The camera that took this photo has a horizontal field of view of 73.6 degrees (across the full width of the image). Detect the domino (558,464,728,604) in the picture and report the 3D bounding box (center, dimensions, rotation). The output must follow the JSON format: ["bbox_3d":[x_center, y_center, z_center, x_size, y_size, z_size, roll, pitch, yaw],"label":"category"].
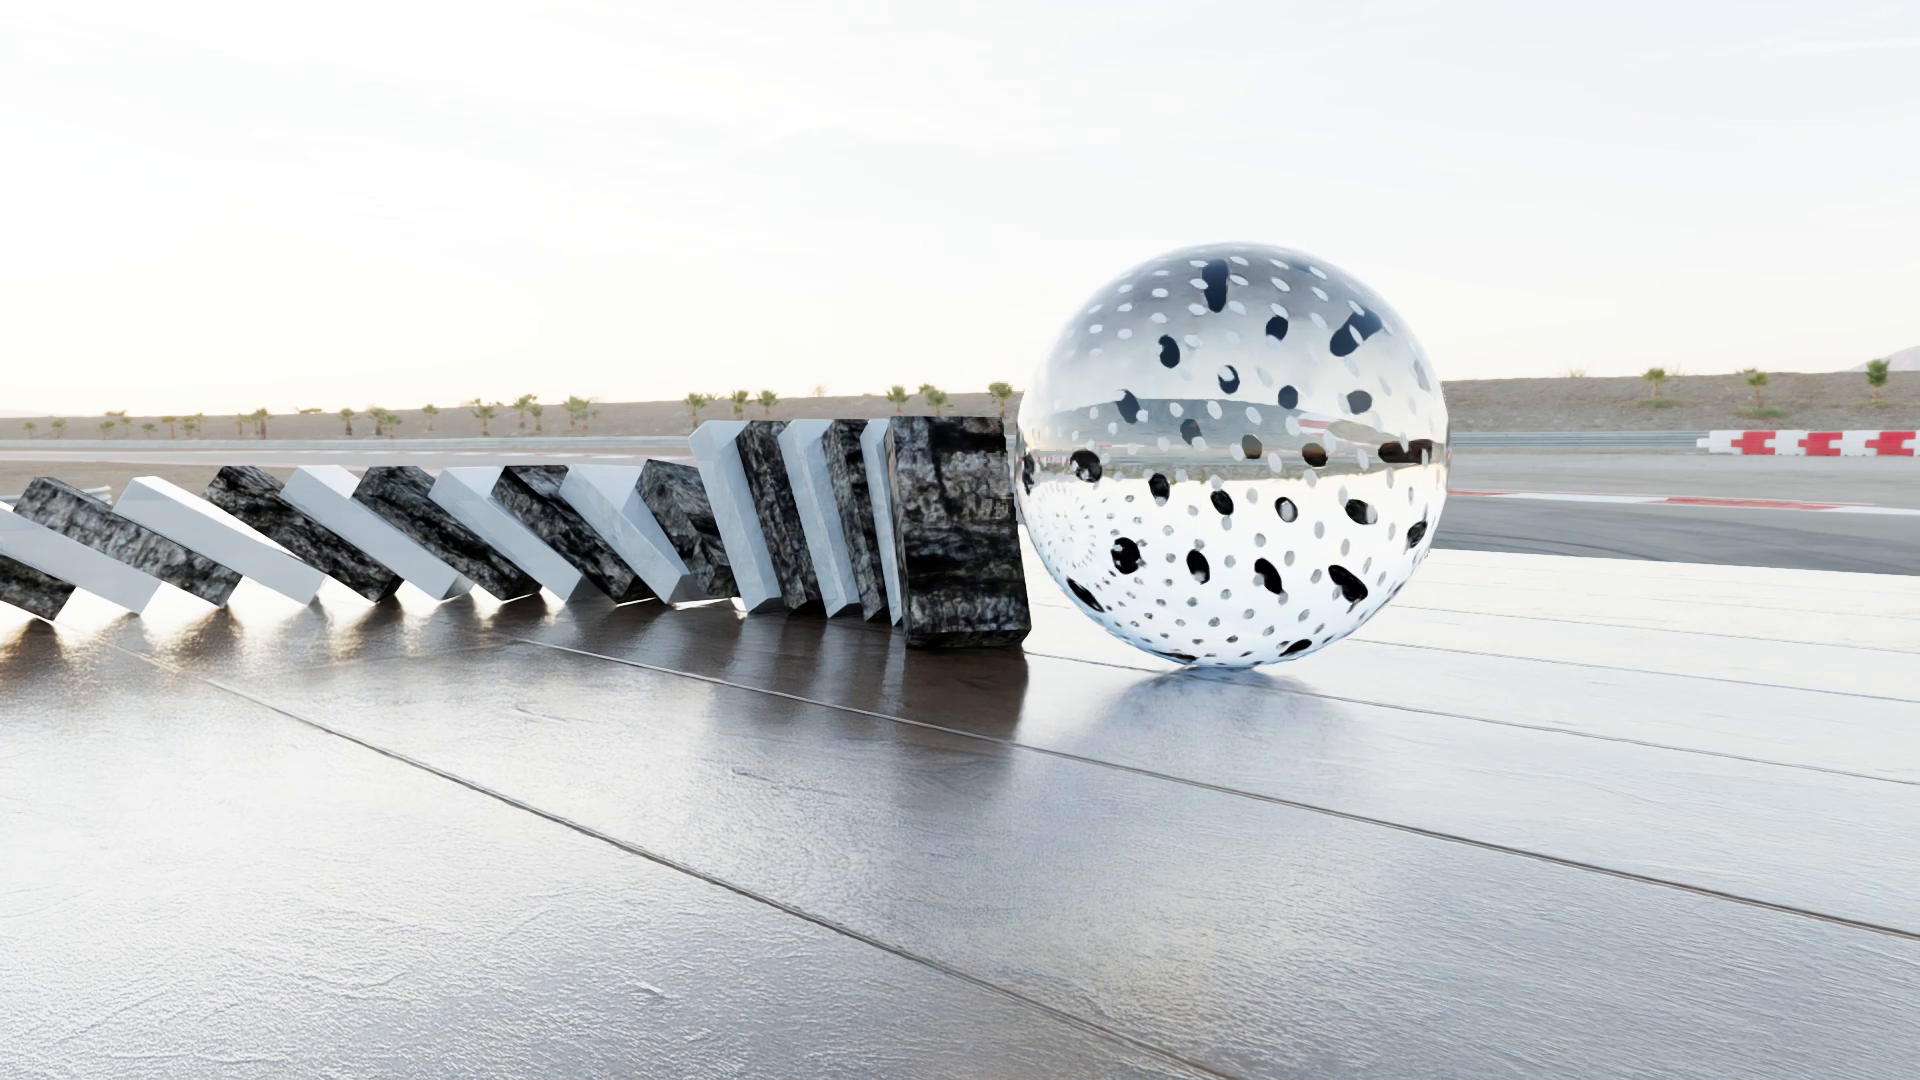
[{"bbox_3d":[-0.084,-0.002,0.352,0.050,0.009,0.025,41,21,25],"label":"domino"}]

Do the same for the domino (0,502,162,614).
[{"bbox_3d":[-0.225,0.002,0.316,0.050,0.010,0.025,34,-16,-31],"label":"domino"}]

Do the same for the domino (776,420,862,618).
[{"bbox_3d":[-0.027,-0.006,0.325,0.025,0.050,0.010,-3,-22,-39],"label":"domino"}]

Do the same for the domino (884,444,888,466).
[{"bbox_3d":[-0.002,-0.004,0.298,0.025,0.050,0.009,-1,-24,-17],"label":"domino"}]

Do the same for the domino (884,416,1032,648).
[{"bbox_3d":[-0.001,-0.002,0.275,0.025,0.050,0.010,-1,-24,-14],"label":"domino"}]

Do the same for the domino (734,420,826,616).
[{"bbox_3d":[-0.038,-0.006,0.330,0.025,0.050,0.010,-4,-23,-41],"label":"domino"}]

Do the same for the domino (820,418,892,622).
[{"bbox_3d":[-0.016,-0.006,0.318,0.025,0.050,0.010,-3,-23,-32],"label":"domino"}]

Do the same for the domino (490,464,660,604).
[{"bbox_3d":[-0.102,-0.002,0.355,0.050,0.009,0.025,38,15,15],"label":"domino"}]

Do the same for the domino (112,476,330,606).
[{"bbox_3d":[-0.193,0.000,0.339,0.050,0.010,0.025,31,-7,-20],"label":"domino"}]

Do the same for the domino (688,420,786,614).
[{"bbox_3d":[-0.051,-0.007,0.335,0.025,0.050,0.010,-5,-22,-47],"label":"domino"}]

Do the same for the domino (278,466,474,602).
[{"bbox_3d":[-0.158,-0.002,0.353,0.050,0.009,0.025,35,1,-5],"label":"domino"}]

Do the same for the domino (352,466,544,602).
[{"bbox_3d":[-0.140,-0.002,0.356,0.050,0.010,0.025,35,6,2],"label":"domino"}]

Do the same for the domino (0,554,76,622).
[{"bbox_3d":[-0.237,0.003,0.298,0.025,0.009,0.050,5,-25,46],"label":"domino"}]

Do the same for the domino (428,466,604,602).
[{"bbox_3d":[-0.120,-0.002,0.358,0.050,0.010,0.025,36,11,9],"label":"domino"}]

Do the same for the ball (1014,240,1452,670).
[{"bbox_3d":[0.050,-0.016,0.242,0.080,0.080,0.080,0,4,0],"label":"ball"}]

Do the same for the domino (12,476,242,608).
[{"bbox_3d":[-0.211,0.001,0.329,0.050,0.009,0.025,33,-12,-25],"label":"domino"}]

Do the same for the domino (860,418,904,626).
[{"bbox_3d":[-0.007,-0.005,0.309,0.025,0.050,0.010,-2,-24,-23],"label":"domino"}]

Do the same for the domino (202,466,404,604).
[{"bbox_3d":[-0.175,-0.002,0.348,0.050,0.010,0.025,35,-4,-12],"label":"domino"}]

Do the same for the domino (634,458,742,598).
[{"bbox_3d":[-0.067,-0.003,0.349,0.025,0.009,0.050,9,29,-44],"label":"domino"}]
